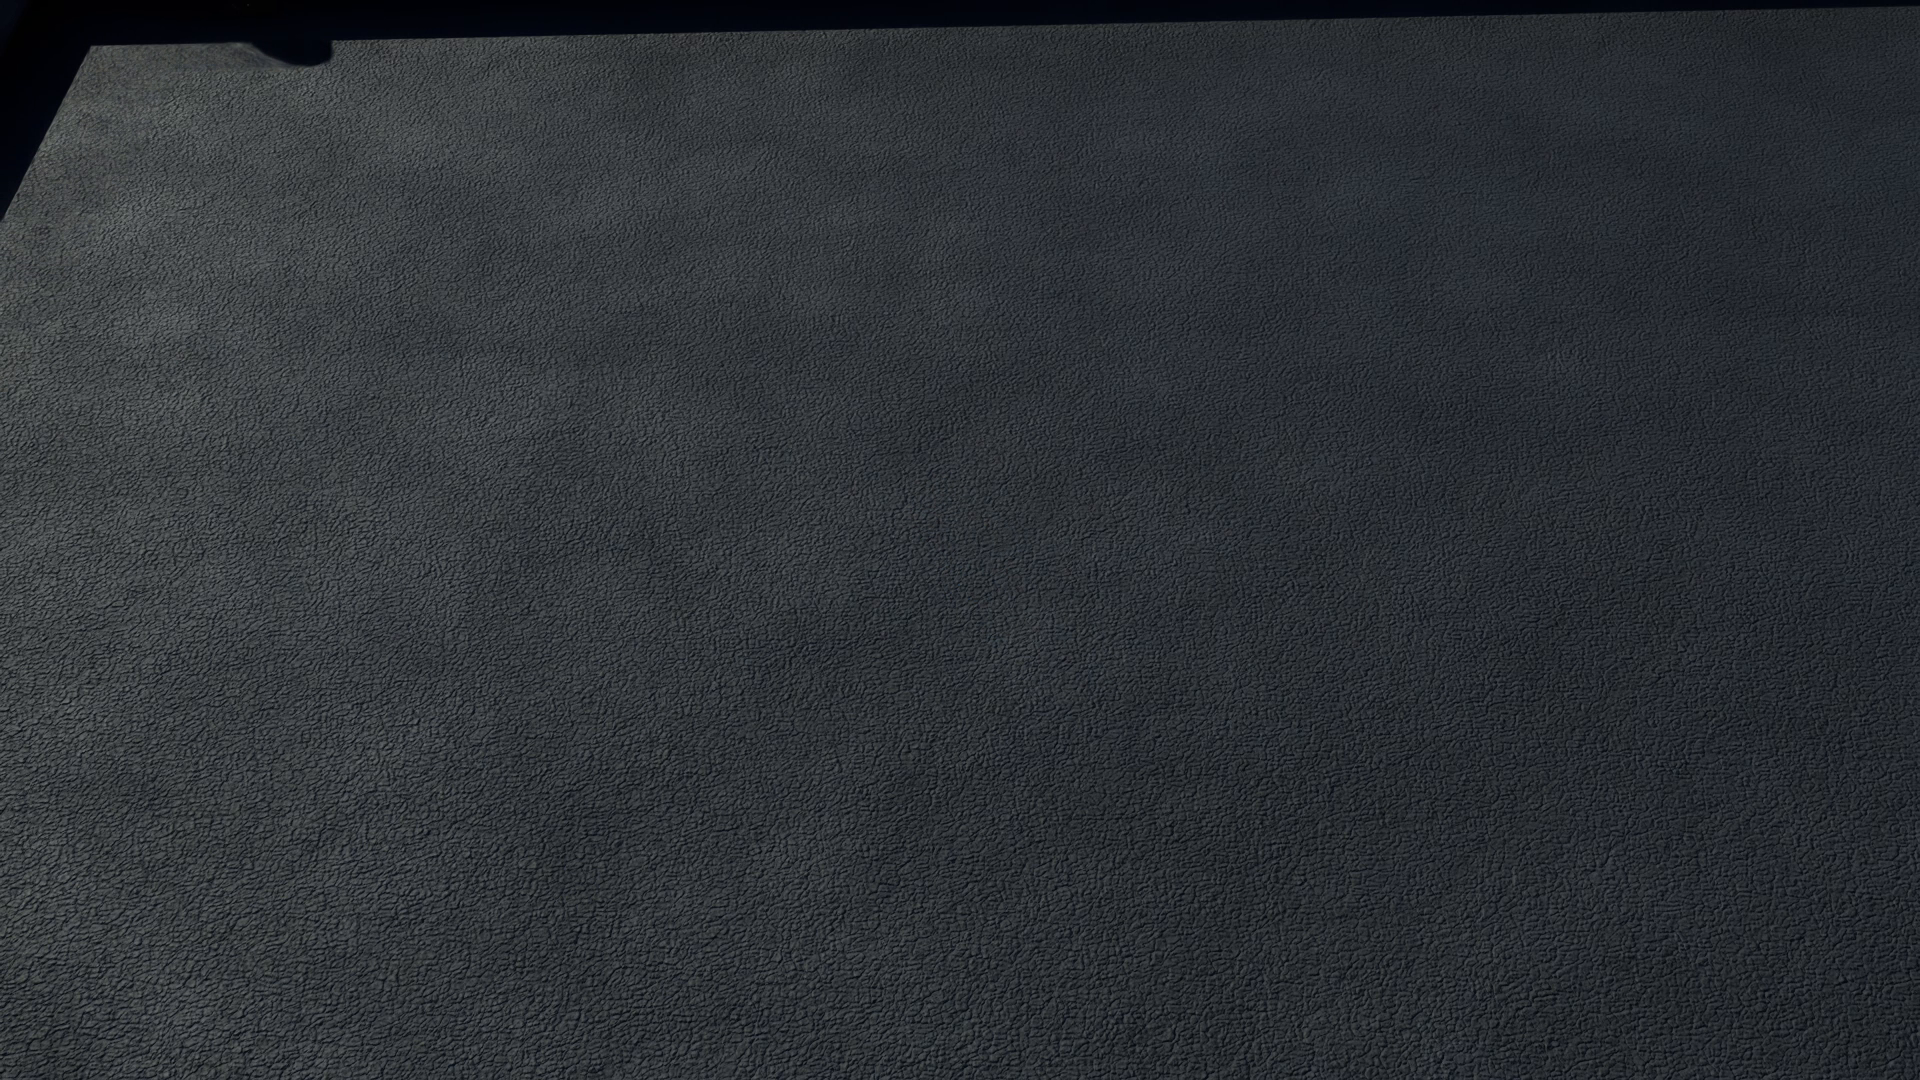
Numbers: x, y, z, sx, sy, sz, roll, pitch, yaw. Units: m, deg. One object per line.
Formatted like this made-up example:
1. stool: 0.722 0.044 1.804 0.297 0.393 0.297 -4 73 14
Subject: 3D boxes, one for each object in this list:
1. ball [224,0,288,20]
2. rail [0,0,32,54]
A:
1. ball: -0.642 -0.505 2.337 0.063 0.063 0.063 0 36 0
2. rail: -0.808 0.012 1.616 0.045 0.082 1.909 -2 36 -2
